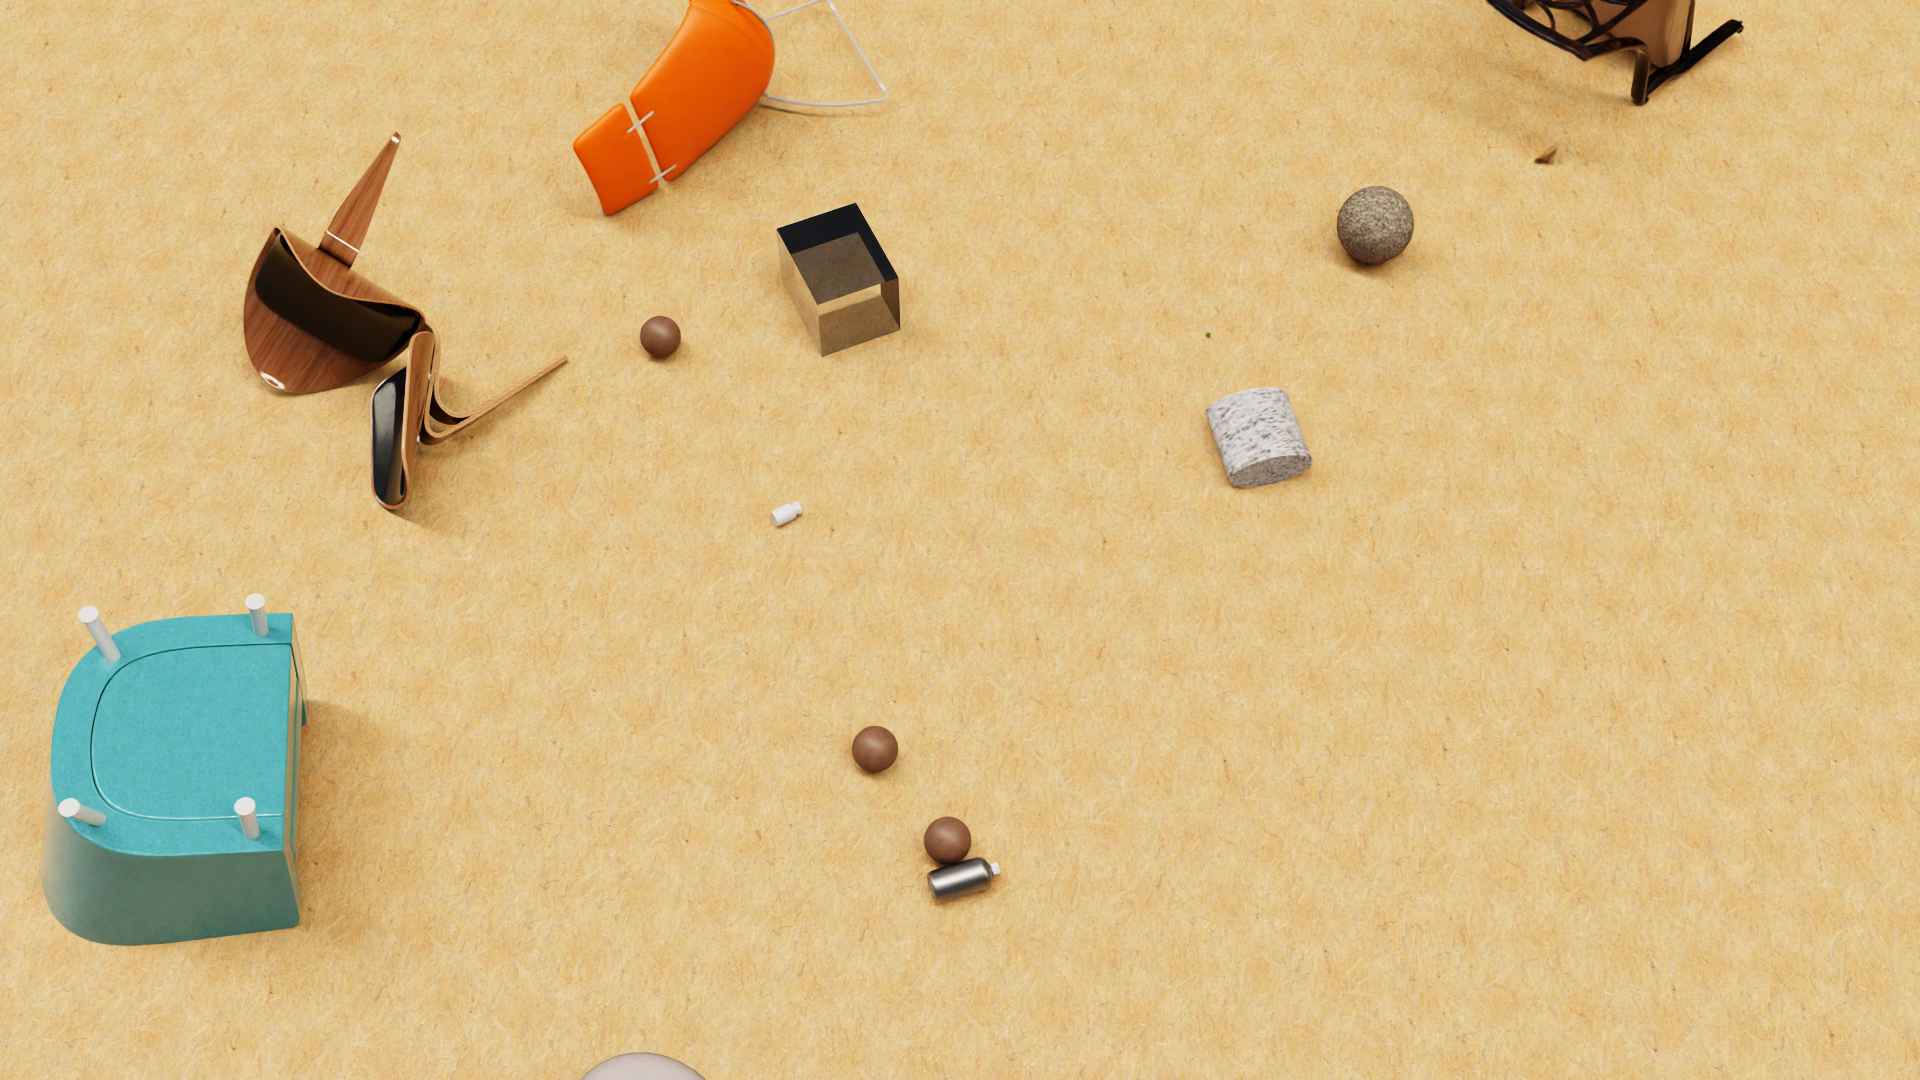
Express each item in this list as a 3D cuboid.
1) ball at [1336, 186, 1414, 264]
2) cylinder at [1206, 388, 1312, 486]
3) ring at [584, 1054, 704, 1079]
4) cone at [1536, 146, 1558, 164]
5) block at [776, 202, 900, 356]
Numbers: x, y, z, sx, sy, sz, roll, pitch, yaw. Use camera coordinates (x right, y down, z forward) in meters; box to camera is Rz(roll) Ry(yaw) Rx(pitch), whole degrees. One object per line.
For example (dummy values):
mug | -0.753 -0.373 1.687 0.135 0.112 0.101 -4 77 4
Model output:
ball | 1.343 -1.019 7.109 0.248 0.248 0.248 0 56 0
cylinder | 0.911 -0.314 6.700 0.261 0.140 0.263 -12 57 -4
ring | -0.774 1.494 5.476 0.404 0.163 0.478 -40 64 -22
cone | 1.991 -1.290 7.422 0.084 0.076 0.047 -34 102 -7
block | -0.384 -0.826 6.974 0.272 0.256 0.343 -20 59 -13
